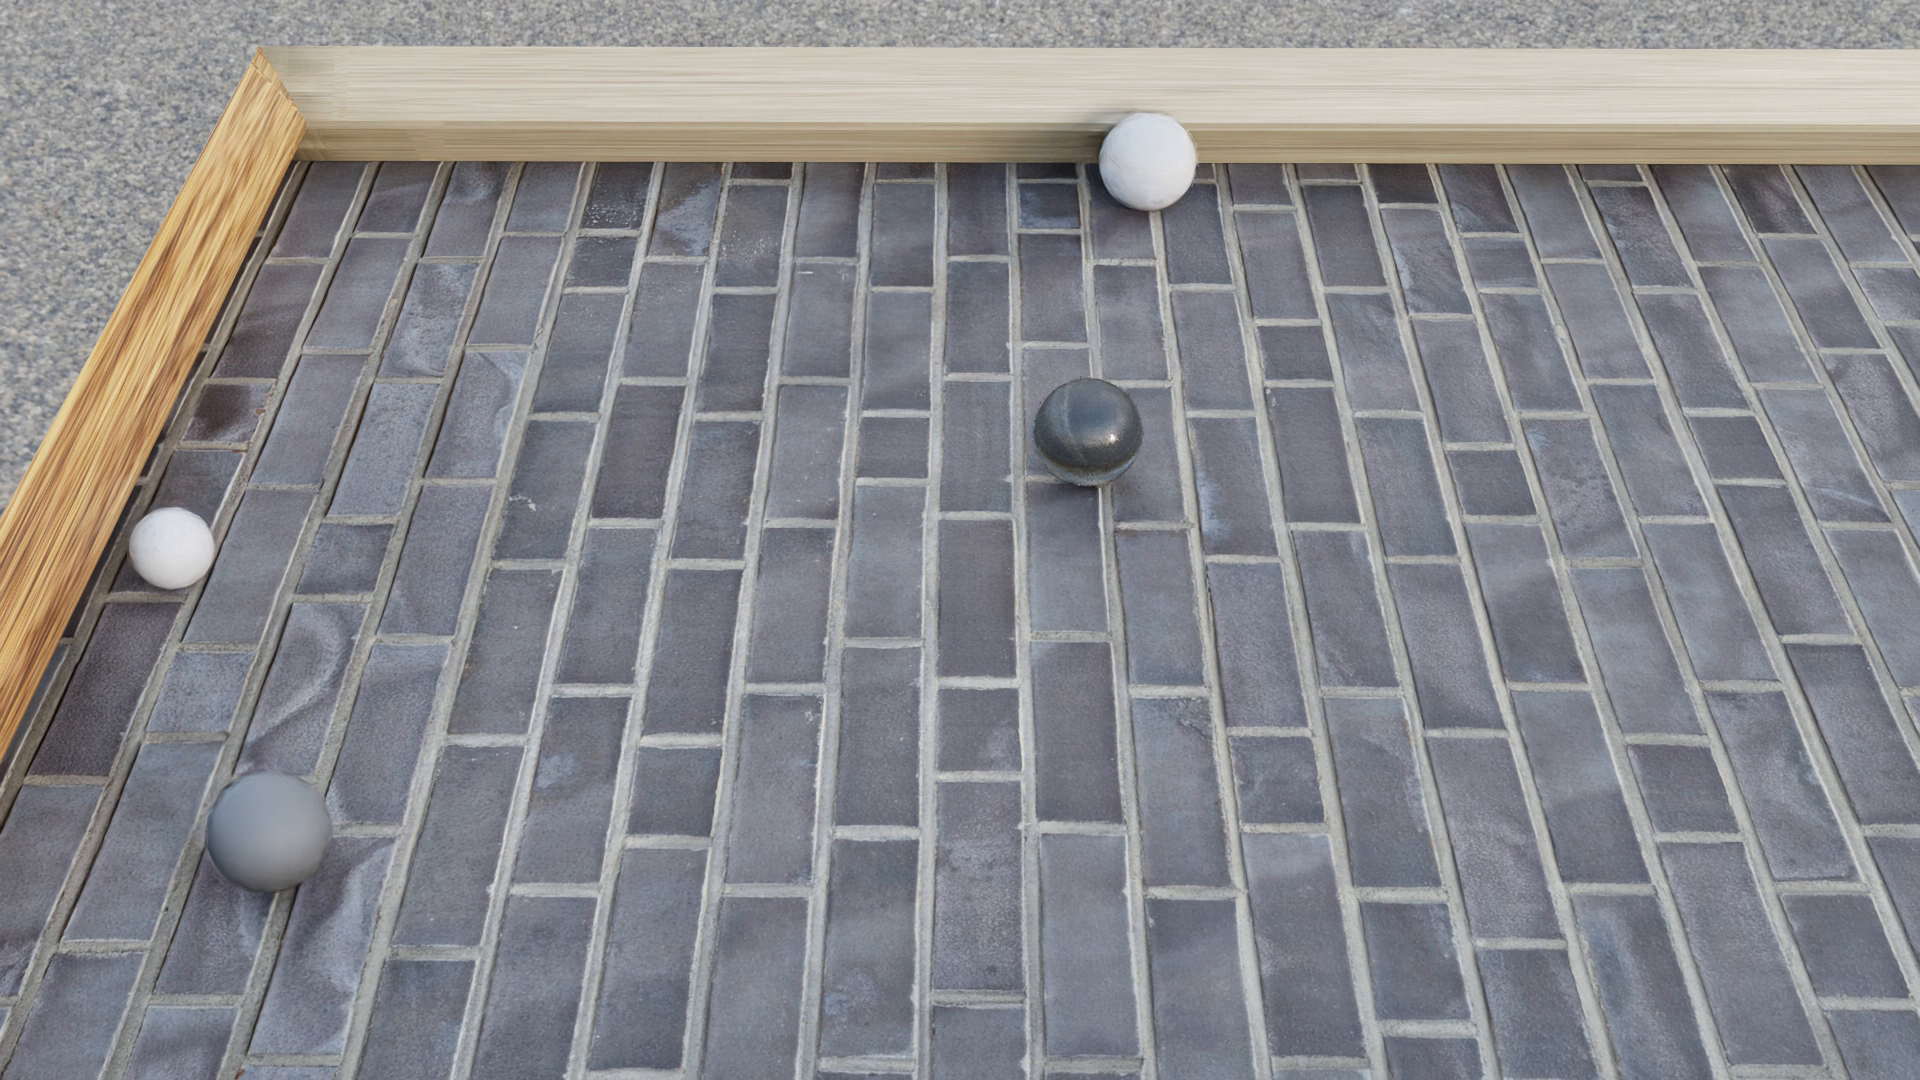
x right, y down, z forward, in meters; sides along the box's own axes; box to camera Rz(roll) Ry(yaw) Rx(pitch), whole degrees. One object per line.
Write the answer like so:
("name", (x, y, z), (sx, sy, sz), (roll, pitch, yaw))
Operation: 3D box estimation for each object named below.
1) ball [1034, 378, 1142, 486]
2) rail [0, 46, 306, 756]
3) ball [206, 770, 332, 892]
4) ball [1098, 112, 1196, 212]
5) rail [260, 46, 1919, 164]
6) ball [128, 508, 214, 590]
("ball", (0.098, -0.082, 1.966), (0.083, 0.083, 0.083), (0, 35, 0))
("rail", (-0.628, -0.020, 1.848), (0.045, 0.115, 1.356), (0, 35, 0))
("ball", (-0.430, 0.181, 1.597), (0.075, 0.075, 0.075), (0, 35, 0))
("ball", (0.171, -0.344, 2.335), (0.089, 0.089, 0.089), (0, 35, 0))
("rail", (0.656, -0.392, 2.378), (2.608, 0.115, 0.045), (0, 35, 0))
("ball", (-0.572, 0.006, 1.861), (0.060, 0.060, 0.060), (0, 35, 0))
